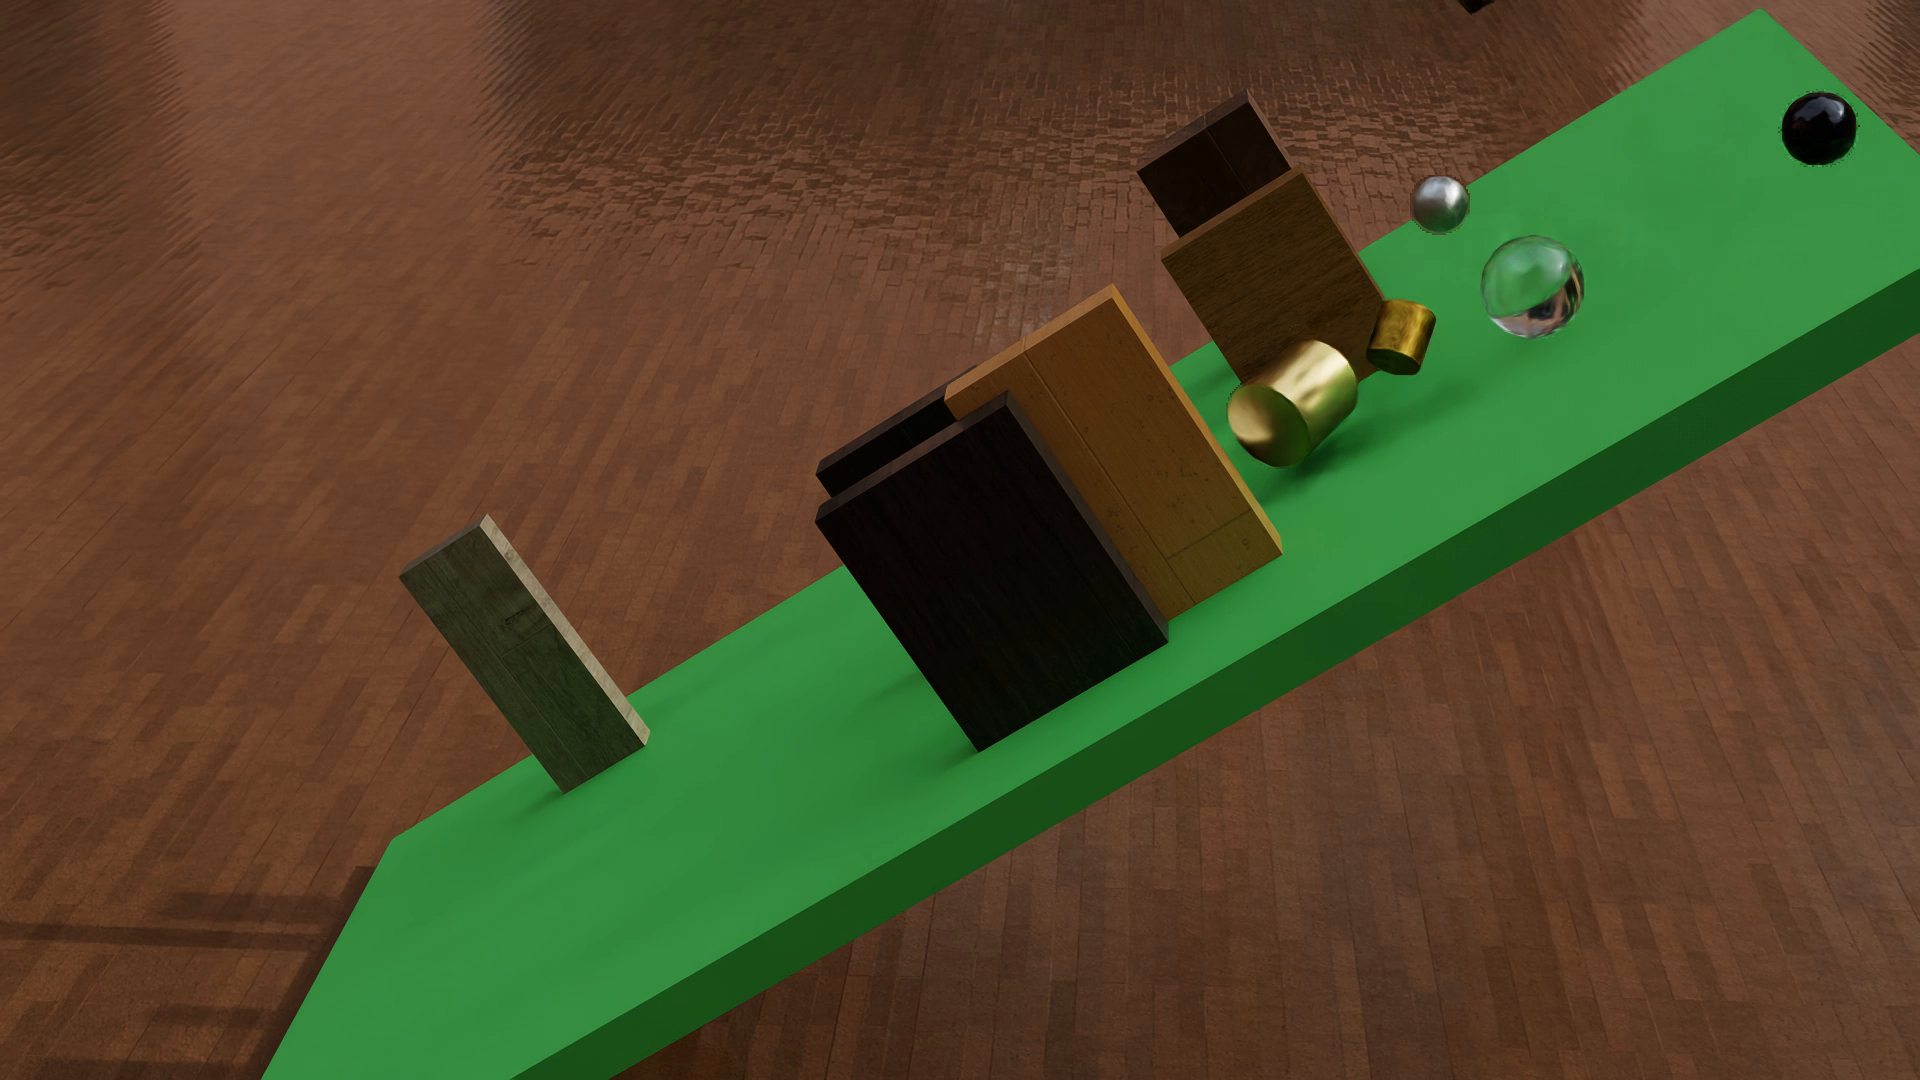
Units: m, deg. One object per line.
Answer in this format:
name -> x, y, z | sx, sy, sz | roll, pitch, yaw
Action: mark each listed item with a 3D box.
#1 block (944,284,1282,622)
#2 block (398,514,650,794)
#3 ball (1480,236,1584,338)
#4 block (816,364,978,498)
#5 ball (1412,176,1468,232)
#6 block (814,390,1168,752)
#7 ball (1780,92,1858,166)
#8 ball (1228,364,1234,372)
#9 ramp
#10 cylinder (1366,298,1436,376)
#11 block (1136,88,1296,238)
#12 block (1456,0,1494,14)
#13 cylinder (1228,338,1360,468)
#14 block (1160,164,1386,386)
block -> 0.292, -0.133, 5.556 | 0.371, 0.596, 0.098 | -31, 16, 14
block -> -1.034, 0.275, 7.009 | 0.242, 0.664, 0.084 | -31, 16, 14
ball -> 1.104, -0.489, 5.676 | 0.198, 0.198, 0.198 | 0, 21, 0
block -> 0.006, -0.049, 6.096 | 0.389, 0.500, 0.089 | -31, 16, 14
ball -> 0.973, -0.681, 5.963 | 0.114, 0.114, 0.114 | 0, 21, 0
block -> 0.063, 0.063, 5.527 | 0.427, 0.554, 0.092 | -31, 16, 14
ball -> 1.595, -0.764, 5.461 | 0.136, 0.136, 0.136 | 0, 21, 0
ball -> 0.663, -0.423, 6.497 | 0.157, 0.157, 0.157 | 0, 21, 0
ramp -> 0.139, 0.171, 6.297 | 4.000, 0.100, 2.000 | -31, 16, 14
cylinder -> 0.852, -0.392, 5.682 | 0.109, 0.109, 0.109 | 18, -18, 6
block -> 0.665, -0.710, 6.654 | 0.293, 0.528, 0.145 | -31, 16, 14
block -> 1.023, -1.149, 5.773 | 0.141, 0.141, 0.141 | -56, 14, -20
cylinder -> 0.664, -0.273, 5.853 | 0.189, 0.189, 0.189 | 15, 41, 35
block -> 0.683, -0.502, 6.140 | 0.341, 0.446, 0.082 | -31, 16, 14
